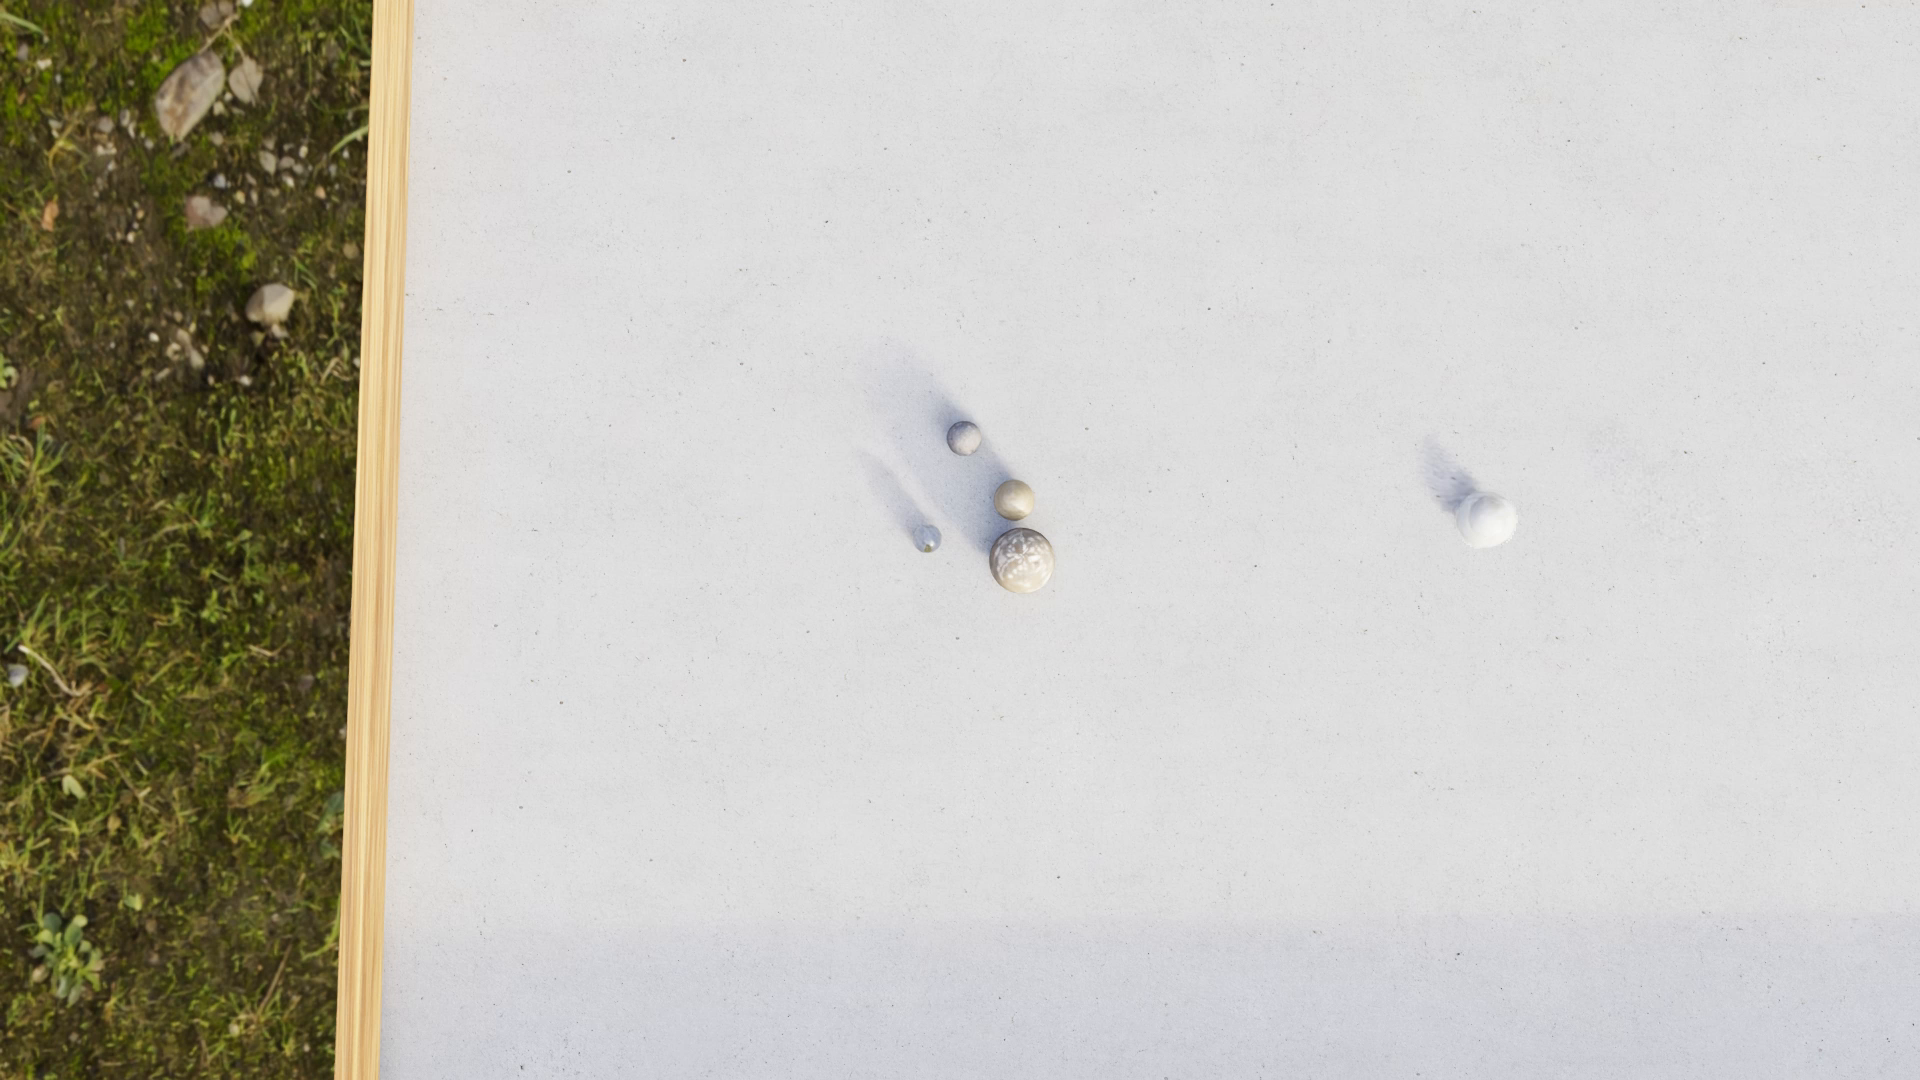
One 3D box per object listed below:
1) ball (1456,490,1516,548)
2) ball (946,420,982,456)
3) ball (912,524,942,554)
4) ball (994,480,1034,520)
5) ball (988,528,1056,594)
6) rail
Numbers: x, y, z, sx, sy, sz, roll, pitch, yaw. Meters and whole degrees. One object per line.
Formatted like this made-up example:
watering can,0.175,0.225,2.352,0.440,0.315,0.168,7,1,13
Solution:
ball,0.784,-0.031,3.280,0.086,0.086,0.086,0,80,0
ball,0.006,-0.153,3.318,0.053,0.053,0.053,0,80,0
ball,-0.049,-0.002,3.296,0.044,0.044,0.044,0,80,0
ball,0.081,-0.060,3.297,0.062,0.062,0.062,0,80,0
ball,0.092,0.031,3.263,0.098,0.098,0.098,0,80,0
rail,-0.856,0.004,3.252,0.045,0.128,1.970,-1,80,0
